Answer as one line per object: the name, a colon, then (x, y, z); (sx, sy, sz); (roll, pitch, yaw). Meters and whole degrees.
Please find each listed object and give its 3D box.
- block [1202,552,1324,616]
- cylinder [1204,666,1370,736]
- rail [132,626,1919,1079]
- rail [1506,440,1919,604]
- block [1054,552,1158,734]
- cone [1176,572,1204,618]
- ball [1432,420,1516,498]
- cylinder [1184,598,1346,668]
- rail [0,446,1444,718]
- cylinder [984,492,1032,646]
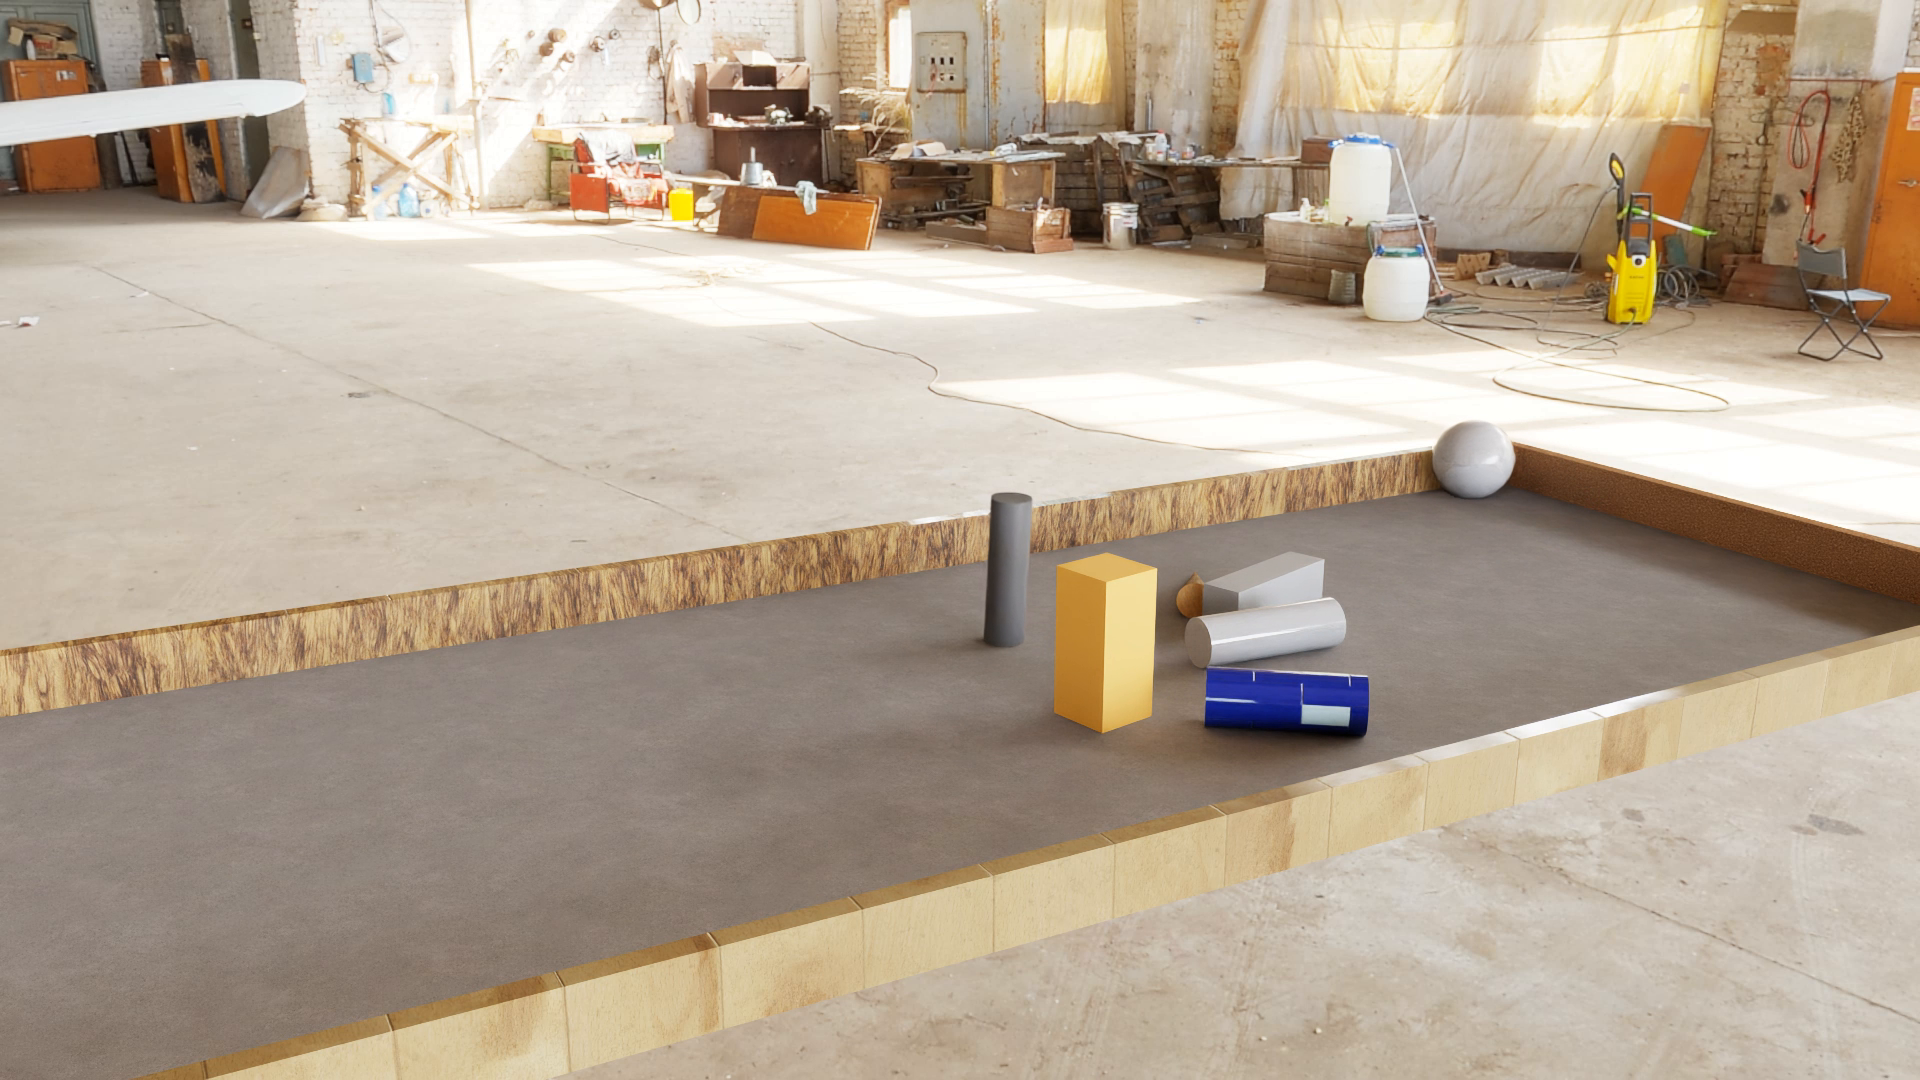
block: (0.860, 0.143, 4.661); (0.116, 0.116, 0.428); (15, 22, 42)
cylinder: (0.756, 0.374, 3.833); (0.366, 0.141, 0.141); (2, 17, 8)
rail: (-2.336, 1.006, 1.665); (12.000, 0.150, 0.050); (-9, 18, -27)
rail: (2.466, -0.048, 5.253); (0.050, 0.150, 2.100); (-9, 18, -27)
block: (0.341, 0.239, 3.886); (0.164, 0.368, 0.164); (-13, 21, -38)
cone: (0.686, 0.133, 4.813); (0.101, 0.101, 0.440); (2, 10, 8)
ball: (1.817, -0.287, 5.837); (0.279, 0.279, 0.279); (0, 16, 0)
cylinder: (0.798, 0.240, 4.304); (0.409, 0.132, 0.132); (-7, 18, -22)
rail: (-3.305, 0.497, 3.399); (12.000, 0.150, 0.050); (-9, 18, -27)
cylinder: (0.127, 0.078, 4.376); (0.109, 0.397, 0.109); (2, 17, -1)
